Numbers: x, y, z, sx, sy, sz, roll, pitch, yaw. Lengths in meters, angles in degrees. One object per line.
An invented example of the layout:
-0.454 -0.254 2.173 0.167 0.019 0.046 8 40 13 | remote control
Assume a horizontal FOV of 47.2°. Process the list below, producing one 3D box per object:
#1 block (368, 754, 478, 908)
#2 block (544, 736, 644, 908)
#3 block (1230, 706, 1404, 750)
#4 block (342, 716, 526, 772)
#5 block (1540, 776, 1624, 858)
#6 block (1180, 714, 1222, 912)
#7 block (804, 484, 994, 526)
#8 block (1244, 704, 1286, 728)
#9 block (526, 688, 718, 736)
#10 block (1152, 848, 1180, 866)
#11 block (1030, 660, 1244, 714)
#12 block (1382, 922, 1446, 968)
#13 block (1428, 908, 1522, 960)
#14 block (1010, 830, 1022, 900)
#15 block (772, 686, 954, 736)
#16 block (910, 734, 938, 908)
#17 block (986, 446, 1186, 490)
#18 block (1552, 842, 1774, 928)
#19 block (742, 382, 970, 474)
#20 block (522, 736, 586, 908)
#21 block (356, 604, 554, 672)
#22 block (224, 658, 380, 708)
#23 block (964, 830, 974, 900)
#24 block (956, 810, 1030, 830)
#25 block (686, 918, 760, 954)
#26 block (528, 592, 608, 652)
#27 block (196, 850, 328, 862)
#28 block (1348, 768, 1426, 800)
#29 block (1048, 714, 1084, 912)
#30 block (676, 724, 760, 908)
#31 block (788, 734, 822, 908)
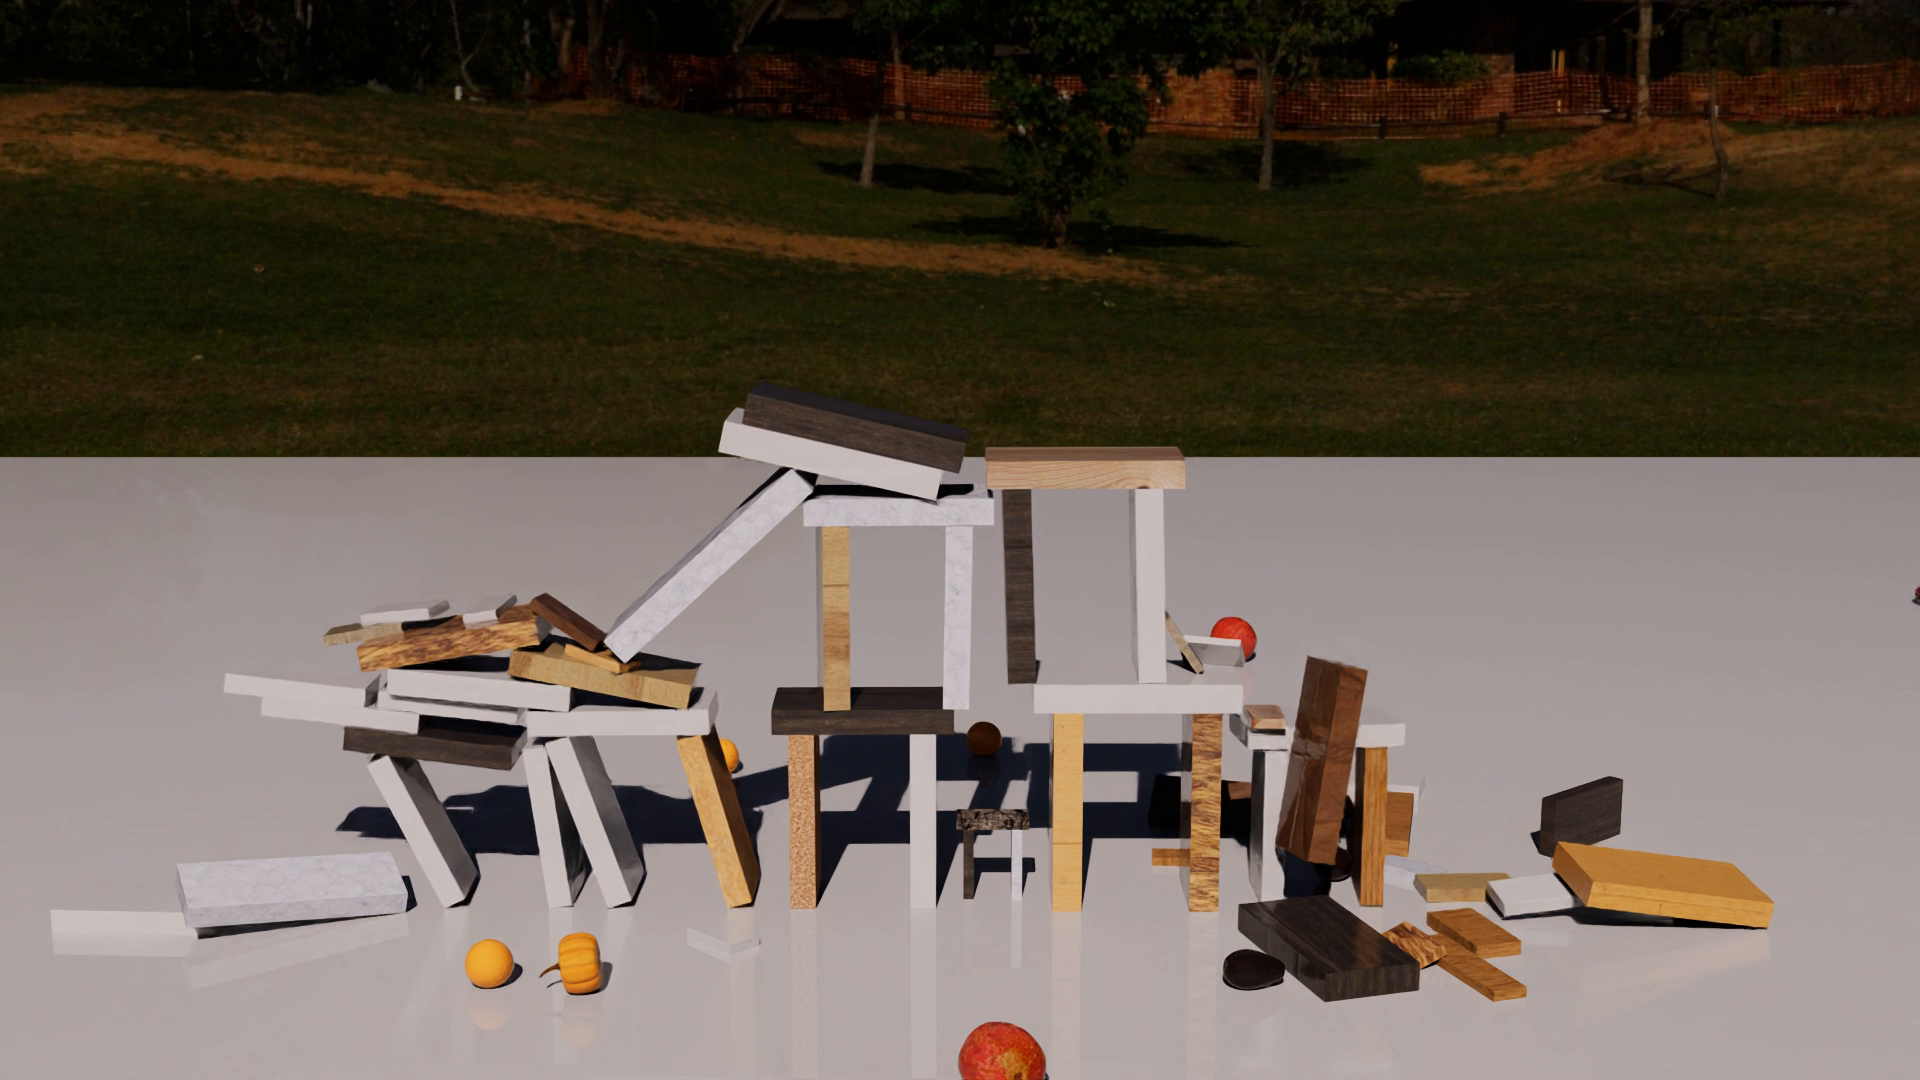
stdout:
-0.887 0.463 3.638 0.038 0.270 0.135 -25 11 1 | block
-0.603 0.447 3.644 0.042 0.293 0.147 -19 10 3 | block
0.589 0.310 3.638 0.260 0.037 0.130 -1 8 -6 | block
-0.858 0.325 3.608 0.270 0.038 0.135 7 10 -1 | block
1.107 0.492 3.915 0.206 0.103 0.029 -9 14 -40 | block
0.397 0.427 3.634 0.047 0.334 0.167 0 11 0 | block
-0.098 -0.057 3.548 0.301 0.043 0.150 0 11 -1 | block
0.498 0.288 3.596 0.056 0.016 0.113 1 7 1 | block
-0.552 0.282 3.614 0.293 0.042 0.147 -1 11 0 | block
0.386 0.553 3.828 0.103 0.015 0.051 1 11 5 | block
0.285 0.239 3.599 0.334 0.047 0.167 0 11 0 | block
0.695 0.625 3.387 0.056 0.016 0.112 -25 17 -14 | block
0.807 0.618 3.457 0.078 0.022 0.156 -3 11 -16 | block
0.094 0.531 3.660 0.017 0.120 0.060 0 11 0 | block
-0.157 0.280 3.613 0.294 0.042 0.147 0 11 -1 | block
-0.060 0.445 3.642 0.042 0.294 0.147 0 11 0 | block
0.199 -0.117 3.536 0.315 0.045 0.158 0 11 1 | block
1.132 0.555 3.548 0.308 0.044 0.154 8 15 -8 | block
-0.164 -0.182 3.531 0.350 0.050 0.175 13 10 -1 | block
-0.671 0.456 3.641 0.038 0.270 0.135 -7 10 1 | block
-0.818 0.156 3.589 0.292 0.041 0.146 -9 10 2 | block
-1.071 0.233 3.586 0.223 0.032 0.112 7 10 -3 | block
0.014 0.531 3.660 0.017 0.120 0.060 0 11 0 | block
0.054 0.464 3.648 0.120 0.017 0.060 0 11 0 | block
-0.372 0.622 3.454 0.056 0.016 0.112 -10 15 -43 | block
-0.634 0.133 3.568 0.129 0.018 0.064 34 10 3 | block
-1.162 0.565 3.702 0.261 0.037 0.131 1 11 8 | block
0.797 0.469 4.249 0.188 0.027 0.094 4 11 19 | block
0.174 0.427 3.634 0.047 0.334 0.167 0 11 0 | block
-0.399 0.445 3.644 0.042 0.293 0.147 -15 10 3 | block
-0.257 0.445 3.642 0.042 0.294 0.147 0 11 0 | block
